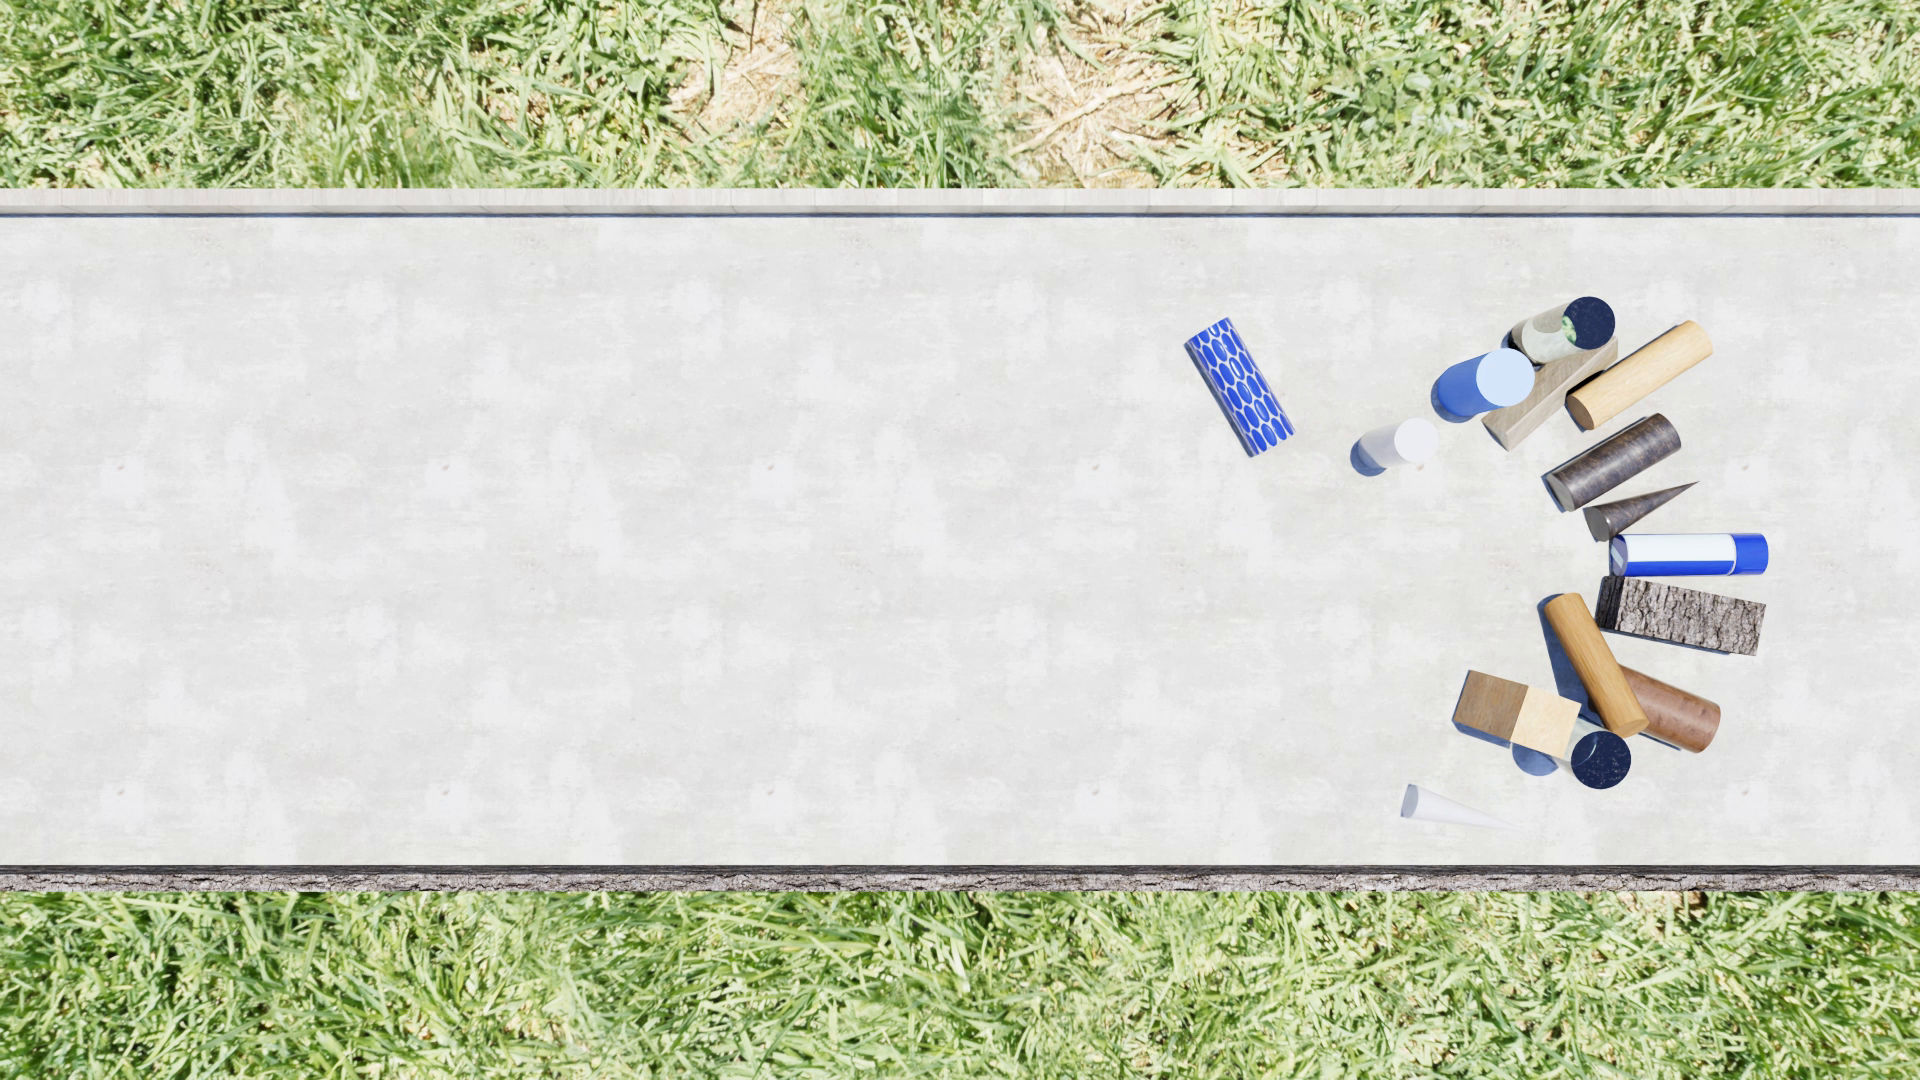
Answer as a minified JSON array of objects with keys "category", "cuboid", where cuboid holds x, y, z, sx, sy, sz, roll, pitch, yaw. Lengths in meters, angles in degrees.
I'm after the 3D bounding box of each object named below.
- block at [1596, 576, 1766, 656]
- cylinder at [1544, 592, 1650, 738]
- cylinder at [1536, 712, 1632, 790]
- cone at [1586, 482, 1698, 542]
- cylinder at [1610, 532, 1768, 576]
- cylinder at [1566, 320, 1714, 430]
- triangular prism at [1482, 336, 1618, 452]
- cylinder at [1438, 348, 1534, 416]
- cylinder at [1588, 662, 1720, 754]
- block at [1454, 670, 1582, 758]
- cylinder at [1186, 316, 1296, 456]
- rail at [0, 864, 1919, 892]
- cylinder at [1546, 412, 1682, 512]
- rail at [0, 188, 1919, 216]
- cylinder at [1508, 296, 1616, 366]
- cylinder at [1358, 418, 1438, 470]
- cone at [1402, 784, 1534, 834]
[{"category":"block","cuboid":[2.179,0.229,4.996,0.428,0.160,0.160,11,90,0]},{"category":"cylinder","cuboid":[1.889,0.372,4.906,0.118,0.118,0.444,-17,57,0]},{"category":"cylinder","cuboid":[1.813,0.600,4.857,0.169,0.424,0.169,0,95,2]},{"category":"cone","cuboid":[2.110,-0.115,5.048,0.371,0.117,0.117,-22,90,-9]},{"category":"cylinder","cuboid":[2.214,0.045,5.011,0.423,0.131,0.131,-1,90,0]},{"category":"cylinder","cuboid":[2.065,-0.500,5.013,0.425,0.128,0.128,-32,90,0]},{"category":"triangular prism","cuboid":[1.811,-0.464,5.017,0.441,0.112,0.129,-41,90,0]},{"category":"cylinder","cuboid":[1.552,-0.463,4.884,0.165,0.386,0.165,0,90,0]},{"category":"cylinder","cuboid":[2.099,0.506,4.992,0.333,0.168,0.168,22,90,0]},{"category":"block","cuboid":[1.639,0.510,4.872,0.166,0.392,0.166,19,90,-7]},{"category":"cylinder","cuboid":[0.854,-0.466,5.004,0.145,0.145,0.406,-30,90,0]},{"category":"rail","cuboid":[-2.247,1.025,5.001,12.000,0.150,0.050,0,90,0]},{"category":"cylinder","cuboid":[1.985,-0.235,5.009,0.373,0.135,0.135,-30,90,0]},{"category":"rail","cuboid":[-2.247,-1.025,5.002,12.000,0.150,0.050,0,90,0]},{"category":"cylinder","cuboid":[1.762,-0.608,4.849,0.151,0.454,0.151,0,90,0]},{"category":"cylinder","cuboid":[1.287,-0.281,4.861,0.126,0.431,0.126,0,90,0]},{"category":"cone","cuboid":[1.573,0.850,5.050,0.418,0.106,0.106,15,90,-7]}]
